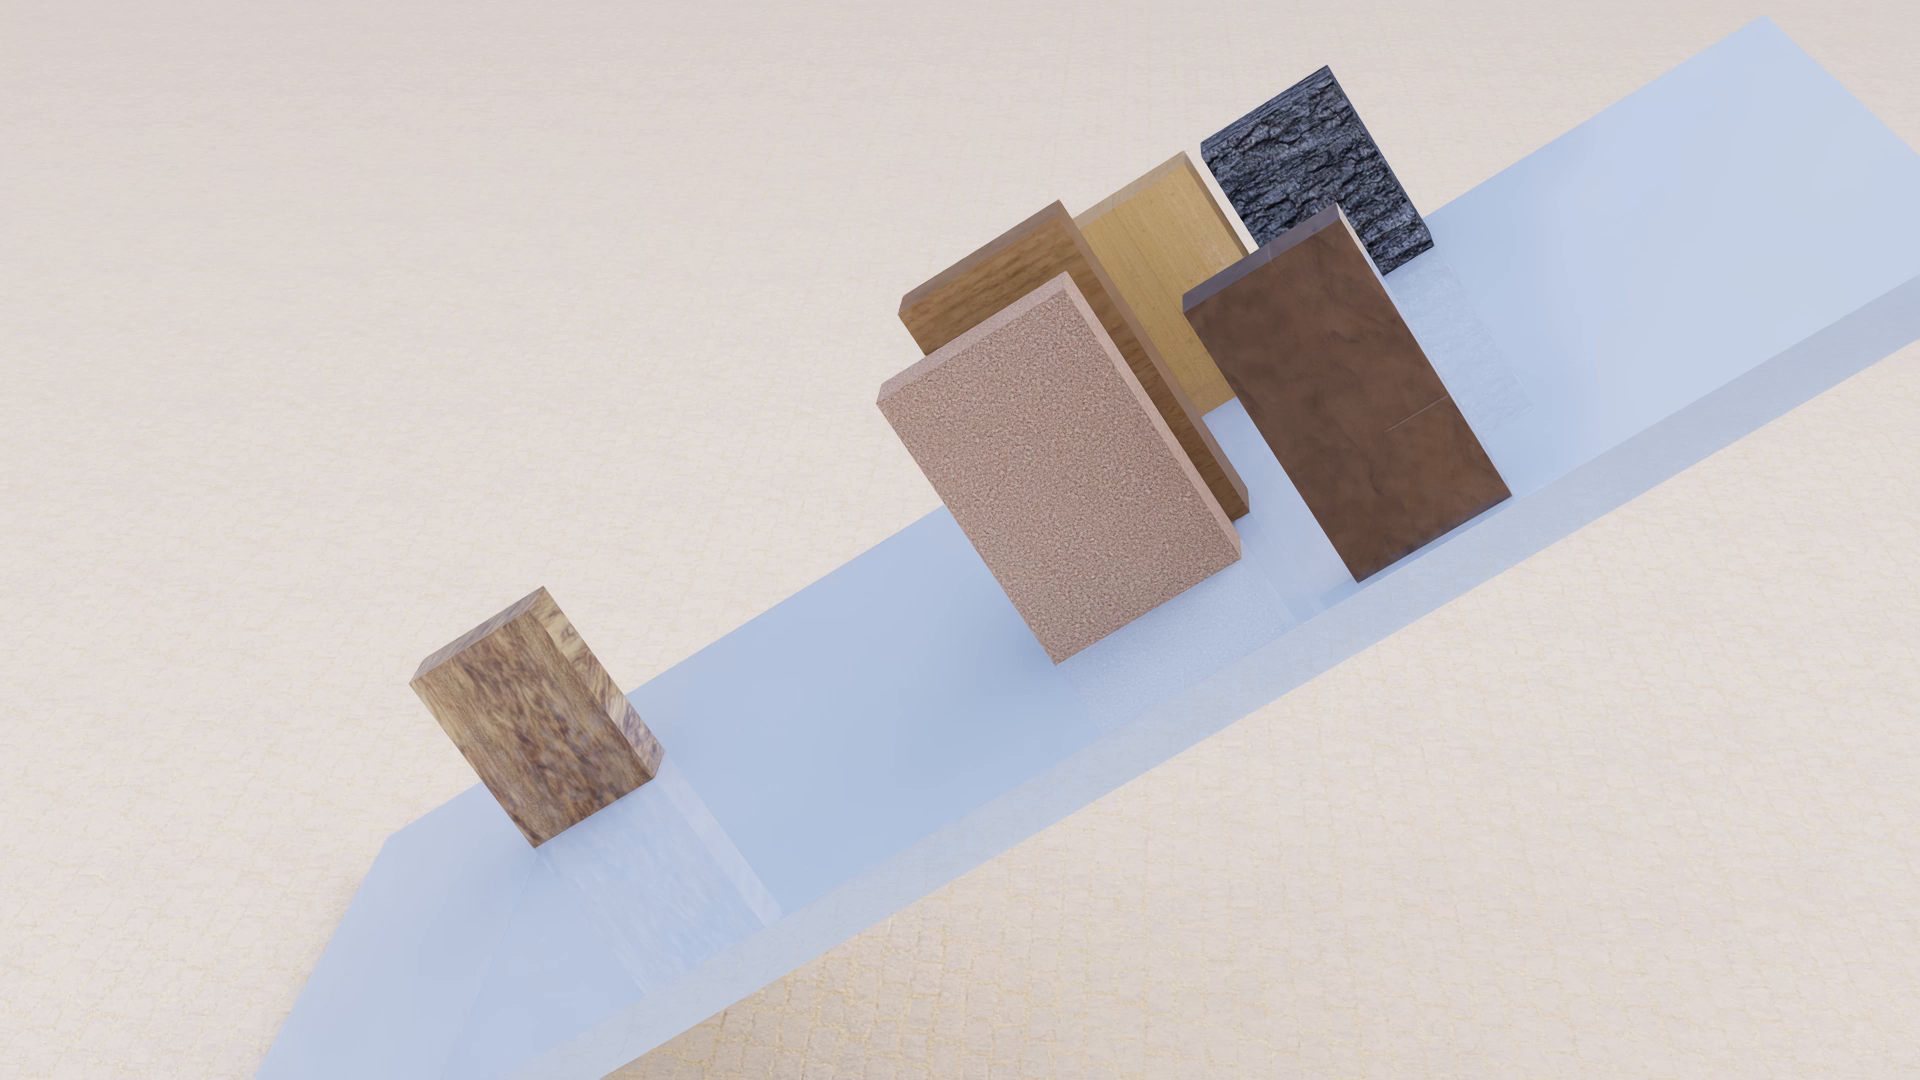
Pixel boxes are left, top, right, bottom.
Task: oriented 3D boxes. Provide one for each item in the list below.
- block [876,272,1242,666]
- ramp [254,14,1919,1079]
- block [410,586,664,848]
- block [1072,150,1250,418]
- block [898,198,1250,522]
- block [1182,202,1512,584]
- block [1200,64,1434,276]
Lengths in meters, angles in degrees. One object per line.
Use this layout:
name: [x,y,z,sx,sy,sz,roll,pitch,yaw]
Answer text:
block: [0.195,-0.134,5.694,0.426,0.635,0.129,-31,15,14]
ramp: [0.140,0.170,6.295,4.000,0.100,2.000,-31,15,14]
block: [-0.970,0.409,6.769,0.346,0.487,0.149,-31,15,14]
block: [0.474,-0.546,6.612,0.386,0.513,0.147,-31,15,14]
block: [0.232,-0.273,5.888,0.372,0.716,0.140,-31,15,14]
block: [0.676,-0.254,5.140,0.312,0.585,0.118,-31,15,14]
block: [0.818,-0.794,6.751,0.340,0.461,0.140,-31,15,14]
